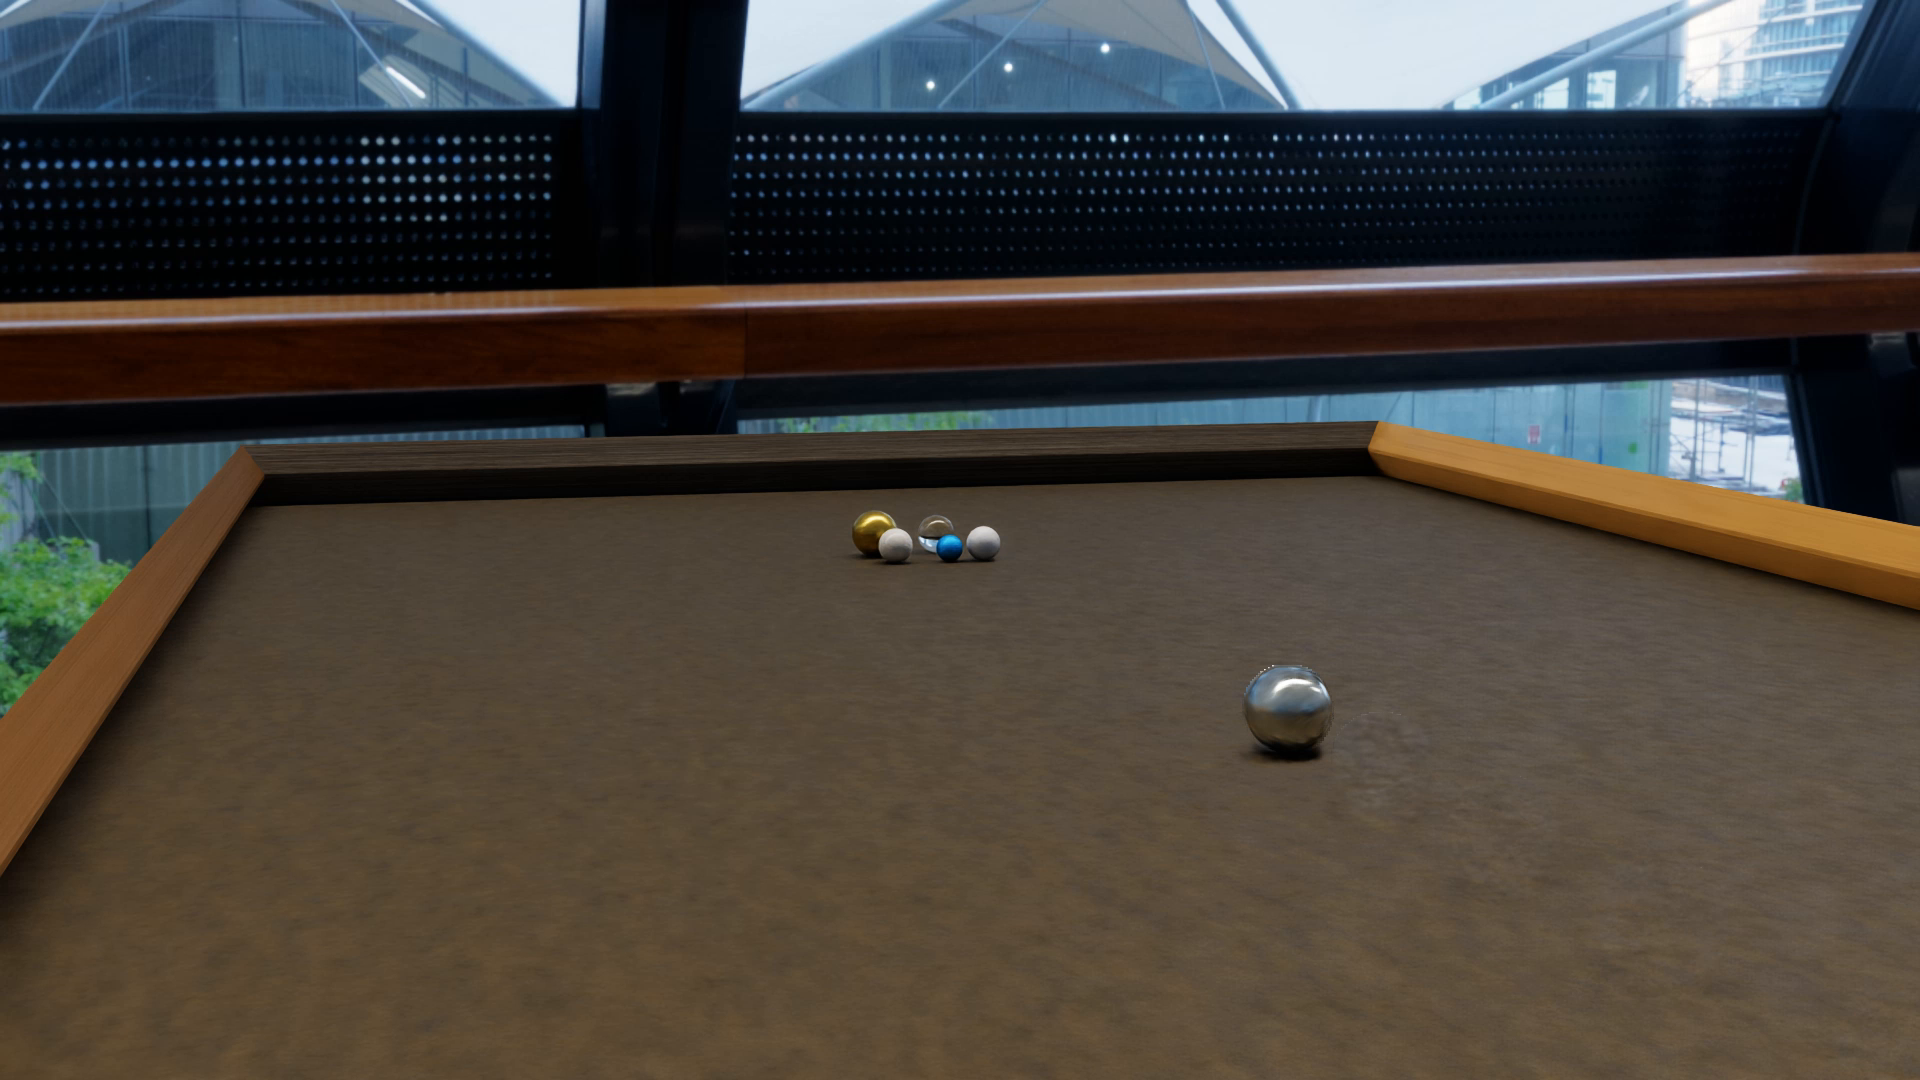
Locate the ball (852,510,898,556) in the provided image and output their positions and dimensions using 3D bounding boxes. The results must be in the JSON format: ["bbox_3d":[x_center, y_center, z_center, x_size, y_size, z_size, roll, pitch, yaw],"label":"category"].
[{"bbox_3d":[-0.139,-0.011,3.594,0.076,0.076,0.076,0,8,0],"label":"ball"}]

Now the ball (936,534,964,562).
[{"bbox_3d":[-0.017,0.013,3.538,0.043,0.043,0.043,0,8,0],"label":"ball"}]

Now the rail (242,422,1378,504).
[{"bbox_3d":[-0.234,-0.163,4.539,2.387,0.114,0.045,-2,8,-13],"label":"rail"}]

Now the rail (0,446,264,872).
[{"bbox_3d":[-0.898,0.147,2.317,0.045,0.114,4.102,-2,8,-13],"label":"rail"}]

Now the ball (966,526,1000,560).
[{"bbox_3d":[0.038,0.005,3.552,0.055,0.055,0.055,0,8,0],"label":"ball"}]

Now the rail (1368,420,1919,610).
[{"bbox_3d":[1.377,0.071,2.857,0.045,0.114,4.102,-2,8,-13],"label":"rail"}]

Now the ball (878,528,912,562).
[{"bbox_3d":[-0.103,0.009,3.524,0.055,0.055,0.055,0,8,0],"label":"ball"}]

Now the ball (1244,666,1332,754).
[{"bbox_3d":[0.333,0.172,2.234,0.088,0.088,0.088,0,8,0],"label":"ball"}]

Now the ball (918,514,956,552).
[{"bbox_3d":[-0.039,-0.010,3.639,0.062,0.062,0.062,0,8,0],"label":"ball"}]
